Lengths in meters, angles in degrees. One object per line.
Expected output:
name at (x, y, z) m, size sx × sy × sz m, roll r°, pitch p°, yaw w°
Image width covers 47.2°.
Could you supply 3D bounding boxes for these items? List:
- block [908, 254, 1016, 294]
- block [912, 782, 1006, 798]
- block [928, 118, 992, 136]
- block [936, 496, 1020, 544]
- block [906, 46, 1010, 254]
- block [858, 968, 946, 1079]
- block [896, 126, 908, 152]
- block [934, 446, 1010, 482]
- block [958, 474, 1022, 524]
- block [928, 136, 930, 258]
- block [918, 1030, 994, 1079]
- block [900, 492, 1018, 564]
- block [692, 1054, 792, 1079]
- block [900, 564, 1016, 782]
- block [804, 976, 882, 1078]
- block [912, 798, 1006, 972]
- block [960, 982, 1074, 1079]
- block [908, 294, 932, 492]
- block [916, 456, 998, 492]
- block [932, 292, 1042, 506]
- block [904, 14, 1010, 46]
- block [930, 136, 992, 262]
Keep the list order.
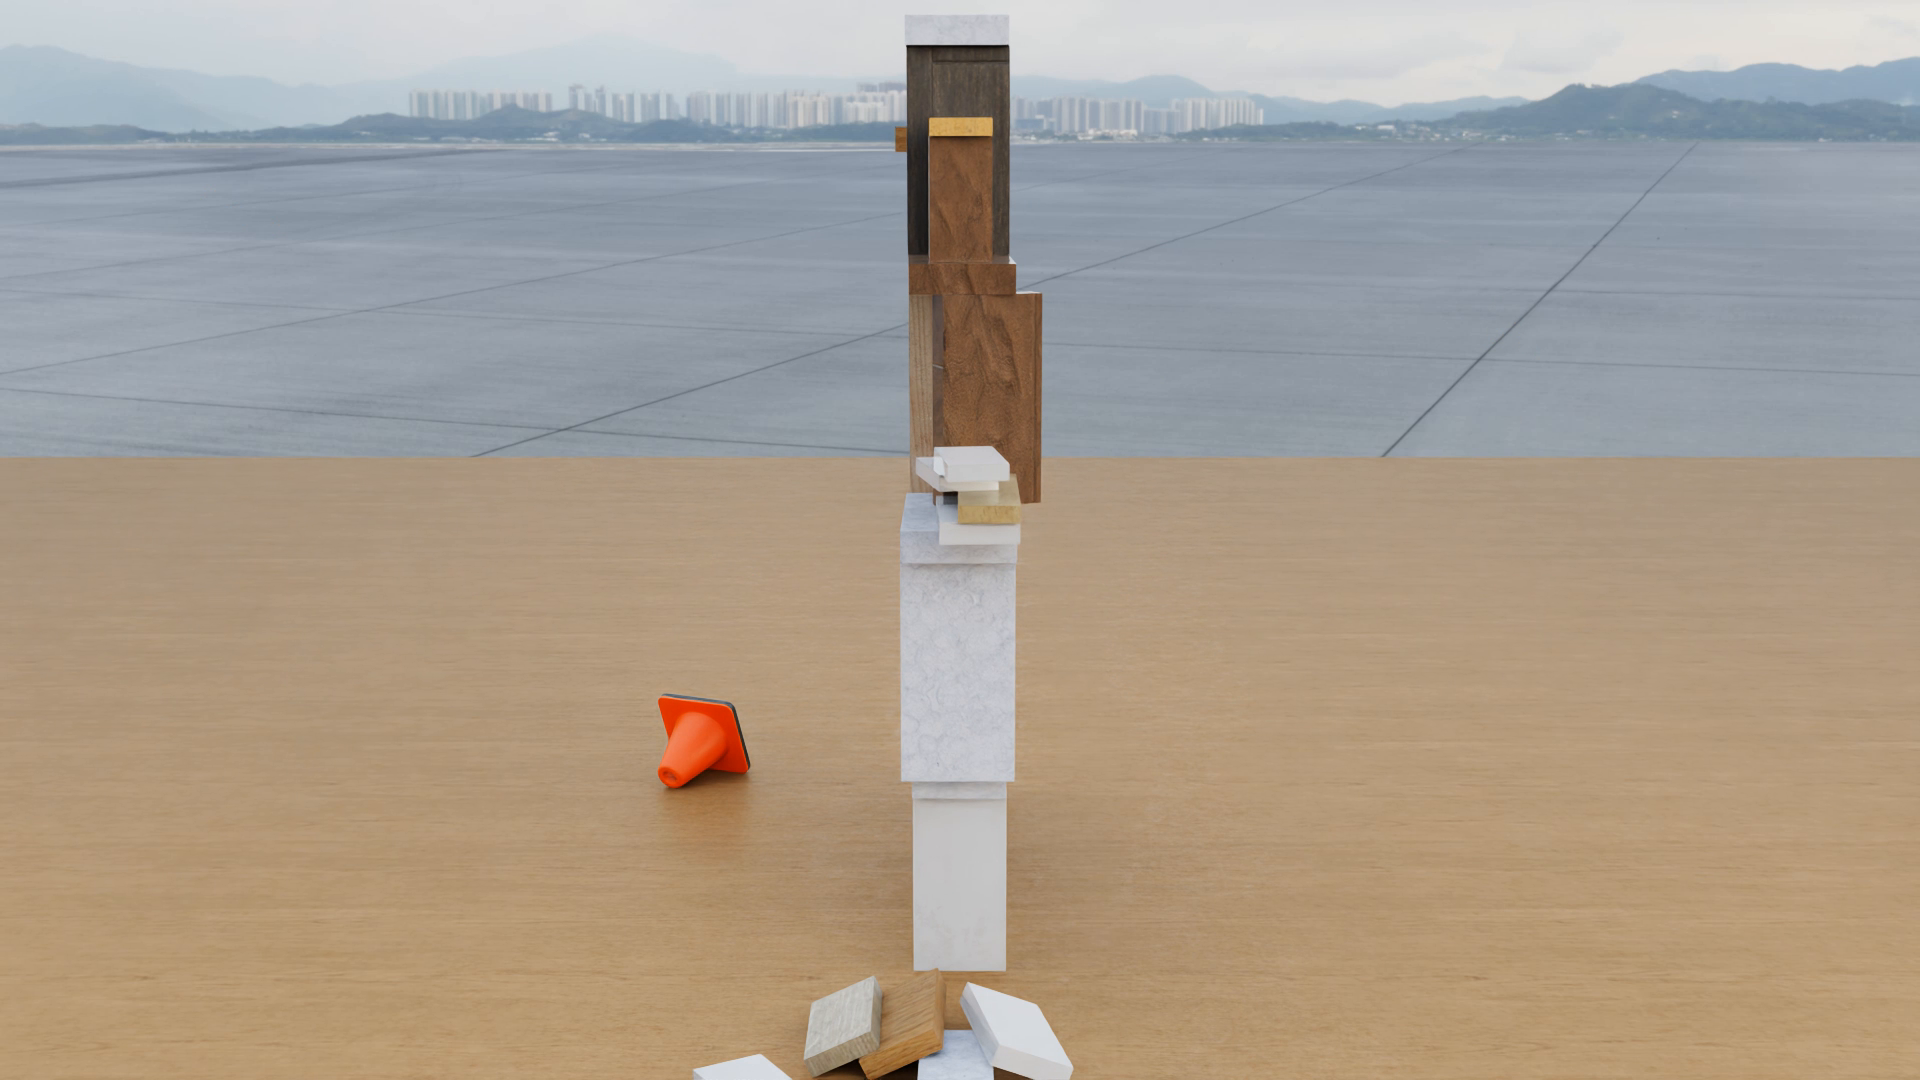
block at (0.000, -0.413, 3.394) m, size 0.158 × 0.045 × 0.317 m, roll 0°, pitch 10°, yaw -1°
block at (0.001, 0.338, 3.387) m, size 0.140 × 0.040 × 0.280 m, roll 0°, pitch 11°, yaw 1°
block at (-0.001, -0.624, 3.324) m, size 0.093 × 0.026 × 0.185 m, roll 0°, pitch 10°, yaw -2°
block at (0.023, -0.029, 3.104) m, size 0.110 × 0.031 × 0.220 m, roll 0°, pitch 11°, yaw -2°
block at (-0.003, -0.616, 3.480) m, size 0.162 × 0.323 × 0.046 m, roll 0°, pitch 10°, yaw -1°
block at (-0.077, 0.668, 3.042) m, size 0.110 × 0.031 × 0.220 m, roll -25°, pitch 9°, yaw 5°
block at (-0.020, -0.706, 3.877) m, size 0.149 × 0.042 × 0.298 m, roll 1°, pitch 11°, yaw 6°
block at (0.015, -0.108, 3.111) m, size 0.085 × 0.024 × 0.171 m, roll -1°, pitch 11°, yaw -7°
block at (0.040, -0.060, 3.120) m, size 0.085 × 0.024 × 0.282 m, roll 0°, pitch 11°, yaw 0°
block at (-0.003, -0.532, 3.404) m, size 0.093 × 0.185 × 0.026 m, roll 0°, pitch 11°, yaw -1°
block at (-0.011, 0.772, 2.478) m, size 0.099 × 0.028 × 1.145 m, roll 0°, pitch 8°, yaw 1°
block at (-0.001, -0.020, 3.267) m, size 0.165 × 0.047 × 0.330 m, roll 0°, pitch 11°, yaw 0°
block at (-0.261, 0.726, 2.858) m, size 0.099 × 0.028 × 0.198 m, roll -6°, pitch 12°, yaw -30°
block at (-0.003, 0.185, 3.194) m, size 0.165 × 0.330 × 0.047 m, roll 0°, pitch 11°, yaw 0°
block at (-0.160, 0.672, 3.045) m, size 0.099 × 0.028 × 0.198 m, roll -24°, pitch 10°, yaw 4°
block at (0.000, 0.512, 3.324) m, size 0.140 × 0.280 × 0.040 m, roll 0°, pitch 11°, yaw 1°
block at (0.075, 0.676, 3.011) m, size 0.110 × 0.031 × 0.220 m, roll 21°, pitch 6°, yaw -14°
block at (-0.002, -0.139, 3.550) m, size 0.158 × 0.549 × 0.045 m, roll 0°, pitch 10°, yaw -1°
block at (-0.006, -0.096, 3.181) m, size 0.086 × 0.024 × 0.171 m, roll -2°, pitch 11°, yaw -12°
block at (0.041, -0.211, 3.299) m, size 0.158 × 0.317 × 0.045 m, roll -4°, pitch 11°, yaw -21°
block at (-0.003, -0.816, 3.549) m, size 0.162 × 0.046 × 0.323 m, roll 0°, pitch 10°, yaw 0°
block at (0.001, -0.509, 3.283) m, size 0.093 × 0.185 × 0.026 m, roll 0°, pitch 11°, yaw -2°
